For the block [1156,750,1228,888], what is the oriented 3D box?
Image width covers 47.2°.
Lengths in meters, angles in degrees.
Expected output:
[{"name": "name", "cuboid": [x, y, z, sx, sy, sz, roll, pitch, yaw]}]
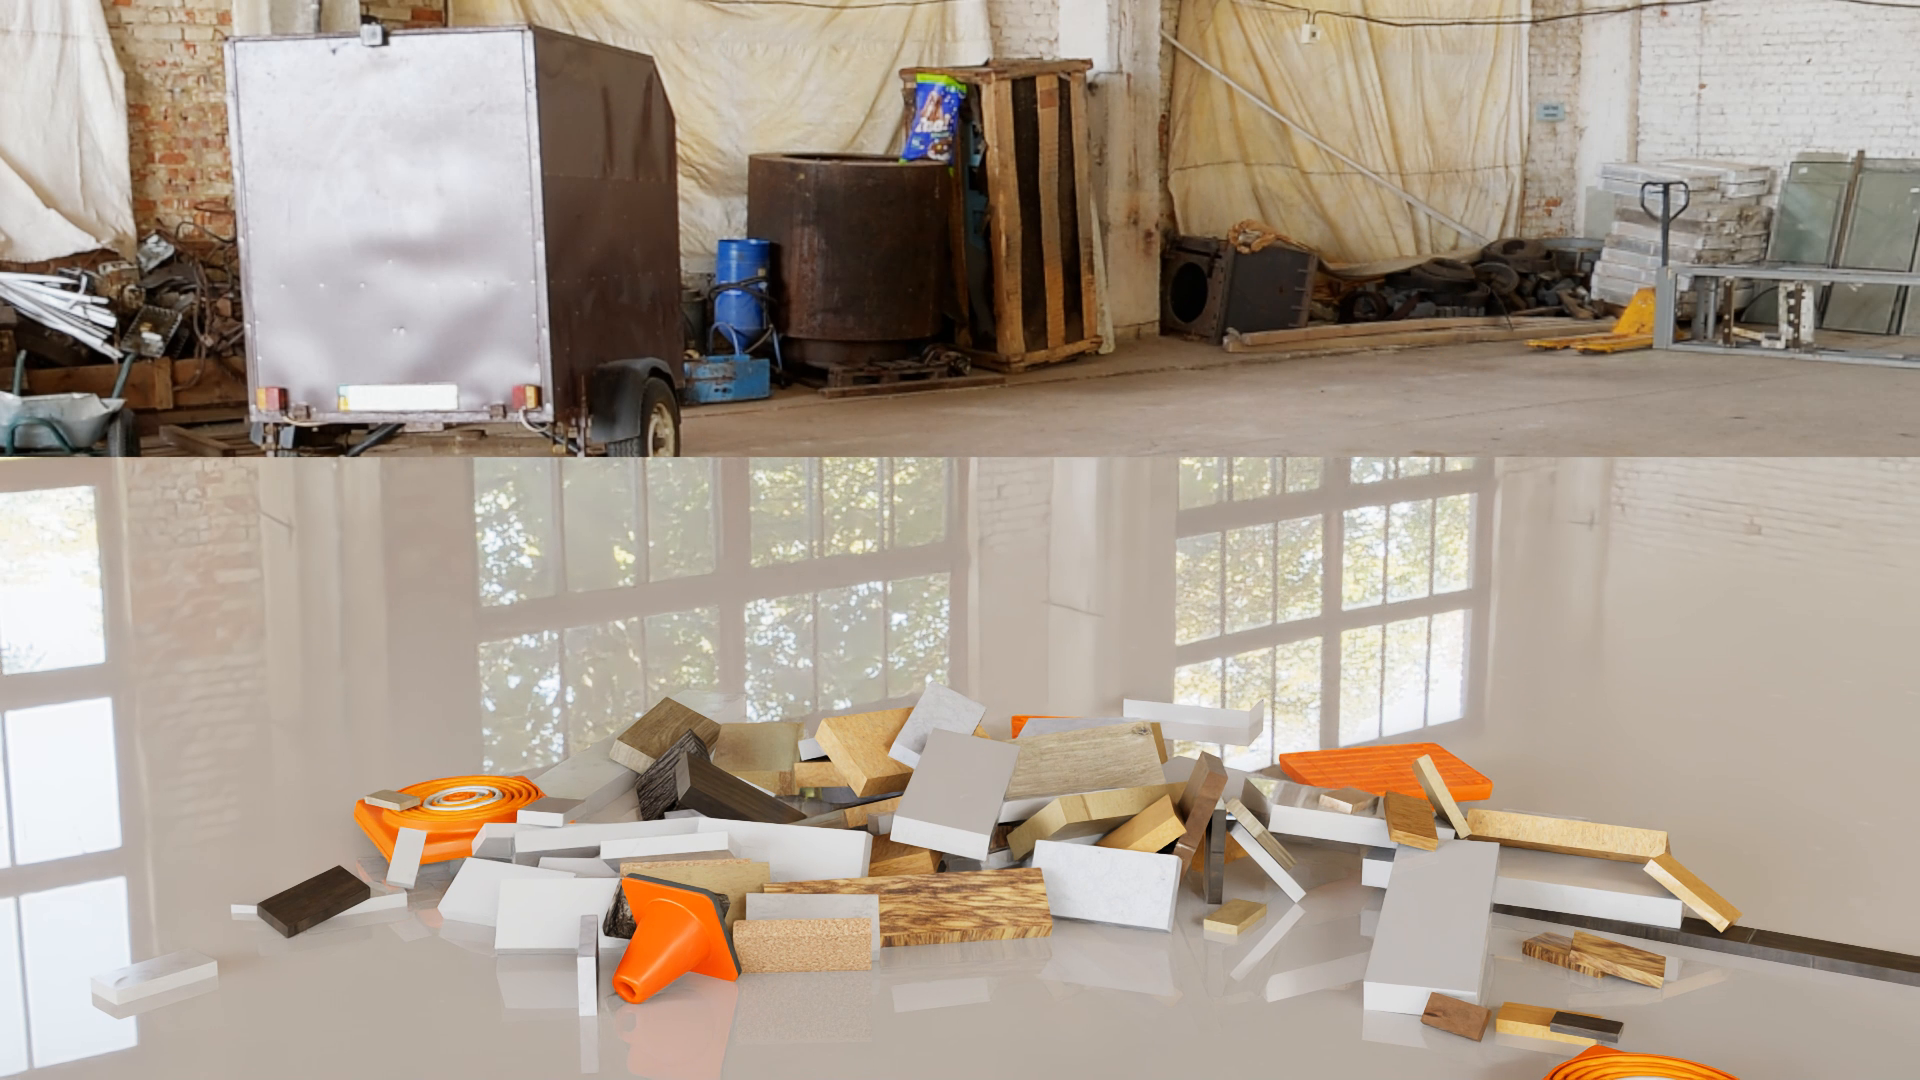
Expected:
[{"name": "block", "cuboid": [0.375, 0.477, 3.645, 0.034, 0.237, 0.118, 22, 10, -4]}]

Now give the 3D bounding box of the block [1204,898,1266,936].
[{"name": "block", "cuboid": [0.443, 0.606, 3.538, 0.058, 0.016, 0.115, 6, 12, 31]}]

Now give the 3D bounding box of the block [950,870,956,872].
[{"name": "block", "cuboid": [-0.051, 0.573, 3.667, 0.092, 0.013, 0.046, -13, 10, 4]}]

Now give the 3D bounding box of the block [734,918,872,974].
[{"name": "block", "cuboid": [-0.236, 0.609, 3.300, 0.204, 0.102, 0.029, -1, 48, -3]}]

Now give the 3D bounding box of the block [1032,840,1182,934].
[{"name": "block", "cuboid": [0.230, 0.555, 3.530, 0.237, 0.118, 0.034, 4, -20, 20]}]

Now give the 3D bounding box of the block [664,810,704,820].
[{"name": "block", "cuboid": [-0.443, 0.511, 3.900, 0.154, 0.022, 0.077, -6, 46, -10]}]

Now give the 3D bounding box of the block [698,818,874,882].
[{"name": "block", "cuboid": [-0.292, 0.535, 3.564, 0.286, 0.143, 0.041, 3, -16, 15]}]

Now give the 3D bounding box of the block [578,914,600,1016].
[{"name": "block", "cuboid": [-0.547, 0.625, 3.241, 0.025, 0.088, 0.176, -1, 11, -8]}]

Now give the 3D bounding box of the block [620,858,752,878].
[{"name": "block", "cuboid": [-0.437, 0.567, 3.513, 0.208, 0.104, 0.029, -1, -23, -6]}]

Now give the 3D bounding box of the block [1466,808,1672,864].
[{"name": "block", "cuboid": [1.026, 0.518, 3.703, 0.320, 0.045, 0.160, 5, -23, 23]}]

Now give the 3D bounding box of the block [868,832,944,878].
[{"name": "block", "cuboid": [-0.173, 0.538, 3.633, 0.286, 0.041, 0.143, -13, 10, 10]}]

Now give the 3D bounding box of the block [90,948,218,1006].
[{"name": "block", "cuboid": [-1.202, 0.651, 3.281, 0.080, 0.023, 0.159, 9, 14, 41]}]

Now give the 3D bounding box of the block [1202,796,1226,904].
[{"name": "block", "cuboid": [0.422, 0.512, 3.643, 0.023, 0.162, 0.081, 2, 11, 0]}]

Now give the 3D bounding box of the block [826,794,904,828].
[{"name": "block", "cuboid": [-0.118, 0.478, 3.942, 0.239, 0.034, 0.119, -14, -5, 9]}]

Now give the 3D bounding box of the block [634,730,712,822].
[{"name": "block", "cuboid": [-0.526, 0.451, 4.067, 0.145, 0.041, 0.291, -43, 16, -1]}]

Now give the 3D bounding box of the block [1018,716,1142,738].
[{"name": "block", "cuboid": [0.229, 0.387, 4.291, 0.230, 0.033, 0.115, -2, 22, 21]}]

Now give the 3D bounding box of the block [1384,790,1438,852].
[{"name": "block", "cuboid": [0.741, 0.461, 3.618, 0.074, 0.021, 0.149, 14, 19, 2]}]

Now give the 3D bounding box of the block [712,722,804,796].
[{"name": "block", "cuboid": [-0.385, 0.417, 4.216, 0.163, 0.046, 0.327, 0, 11, -2]}]

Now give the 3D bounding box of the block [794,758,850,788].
[{"name": "block", "cuboid": [-0.131, 0.416, 4.089, 0.317, 0.045, 0.158, -5, -3, -39]}]

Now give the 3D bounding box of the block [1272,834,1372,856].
[{"name": "block", "cuboid": [0.654, 0.524, 3.950, 0.187, 0.027, 0.094, 8, 13, 35]}]

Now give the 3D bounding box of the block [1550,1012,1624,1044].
[{"name": "block", "cuboid": [0.872, 0.677, 3.058, 0.092, 0.013, 0.046, 5, 12, 26]}]

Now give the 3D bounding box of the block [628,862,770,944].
[{"name": "block", "cuboid": [-0.410, 0.572, 3.471, 0.223, 0.112, 0.032, -2, -28, -9]}]

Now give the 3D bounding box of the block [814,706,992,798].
[{"name": "block", "cuboid": [-0.089, 0.377, 3.995, 0.319, 0.045, 0.159, -4, 40, -39]}]

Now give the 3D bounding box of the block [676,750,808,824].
[{"name": "block", "cuboid": [-0.373, 0.465, 3.810, 0.254, 0.036, 0.127, 31, 14, -20]}]

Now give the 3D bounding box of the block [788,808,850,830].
[{"name": "block", "cuboid": [-0.328, 0.527, 3.690, 0.286, 0.041, 0.143, -15, 10, 1]}]

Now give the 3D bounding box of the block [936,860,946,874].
[{"name": "block", "cuboid": [-0.076, 0.563, 3.644, 0.103, 0.015, 0.052, -23, 10, 21]}]

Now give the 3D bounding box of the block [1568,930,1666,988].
[{"name": "block", "cuboid": [0.988, 0.630, 3.306, 0.137, 0.019, 0.068, 15, 21, 16]}]

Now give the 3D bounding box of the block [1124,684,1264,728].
[{"name": "block", "cuboid": [0.510, 0.362, 4.789, 0.278, 0.039, 0.139, 4, 11, 20]}]

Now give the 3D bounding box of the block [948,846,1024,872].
[{"name": "block", "cuboid": [0.085, 0.542, 3.772, 0.189, 0.027, 0.095, -8, -7, -36]}]

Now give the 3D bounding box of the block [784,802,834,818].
[{"name": "block", "cuboid": [-0.363, 0.512, 3.992, 0.255, 0.036, 0.127, 1, 11, 3]}]

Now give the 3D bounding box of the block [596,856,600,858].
[{"name": "block", "cuboid": [-0.586, 0.552, 3.630, 0.146, 0.021, 0.073, -26, 40, -23]}]

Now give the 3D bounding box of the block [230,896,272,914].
[{"name": "block", "cuboid": [-1.138, 0.597, 3.596, 0.091, 0.013, 0.045, 2, 11, 8]}]

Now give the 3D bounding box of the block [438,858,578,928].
[{"name": "block", "cuboid": [-0.724, 0.573, 3.537, 0.208, 0.029, 0.104, 4, 45, 23]}]

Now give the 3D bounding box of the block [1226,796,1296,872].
[{"name": "block", "cuboid": [0.498, 0.487, 3.635, 0.081, 0.023, 0.162, 47, 1, 39]}]

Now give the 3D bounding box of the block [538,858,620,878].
[{"name": "block", "cuboid": [-0.586, 0.568, 3.570, 0.208, 0.029, 0.104, 1, 43, 4]}]

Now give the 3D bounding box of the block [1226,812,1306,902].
[{"name": "block", "cuboid": [0.503, 0.526, 3.645, 0.023, 0.162, 0.081, -43, 13, 2]}]

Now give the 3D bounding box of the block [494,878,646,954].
[{"name": "block", "cuboid": [-0.602, 0.583, 3.412, 0.223, 0.112, 0.032, 0, -28, -1]}]

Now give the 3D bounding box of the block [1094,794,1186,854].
[{"name": "block", "cuboid": [0.261, 0.515, 3.621, 0.237, 0.034, 0.118, -35, 8, 6]}]

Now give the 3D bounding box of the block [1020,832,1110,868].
[{"name": "block", "cuboid": [0.207, 0.533, 3.742, 0.189, 0.027, 0.095, -4, -27, -32]}]
